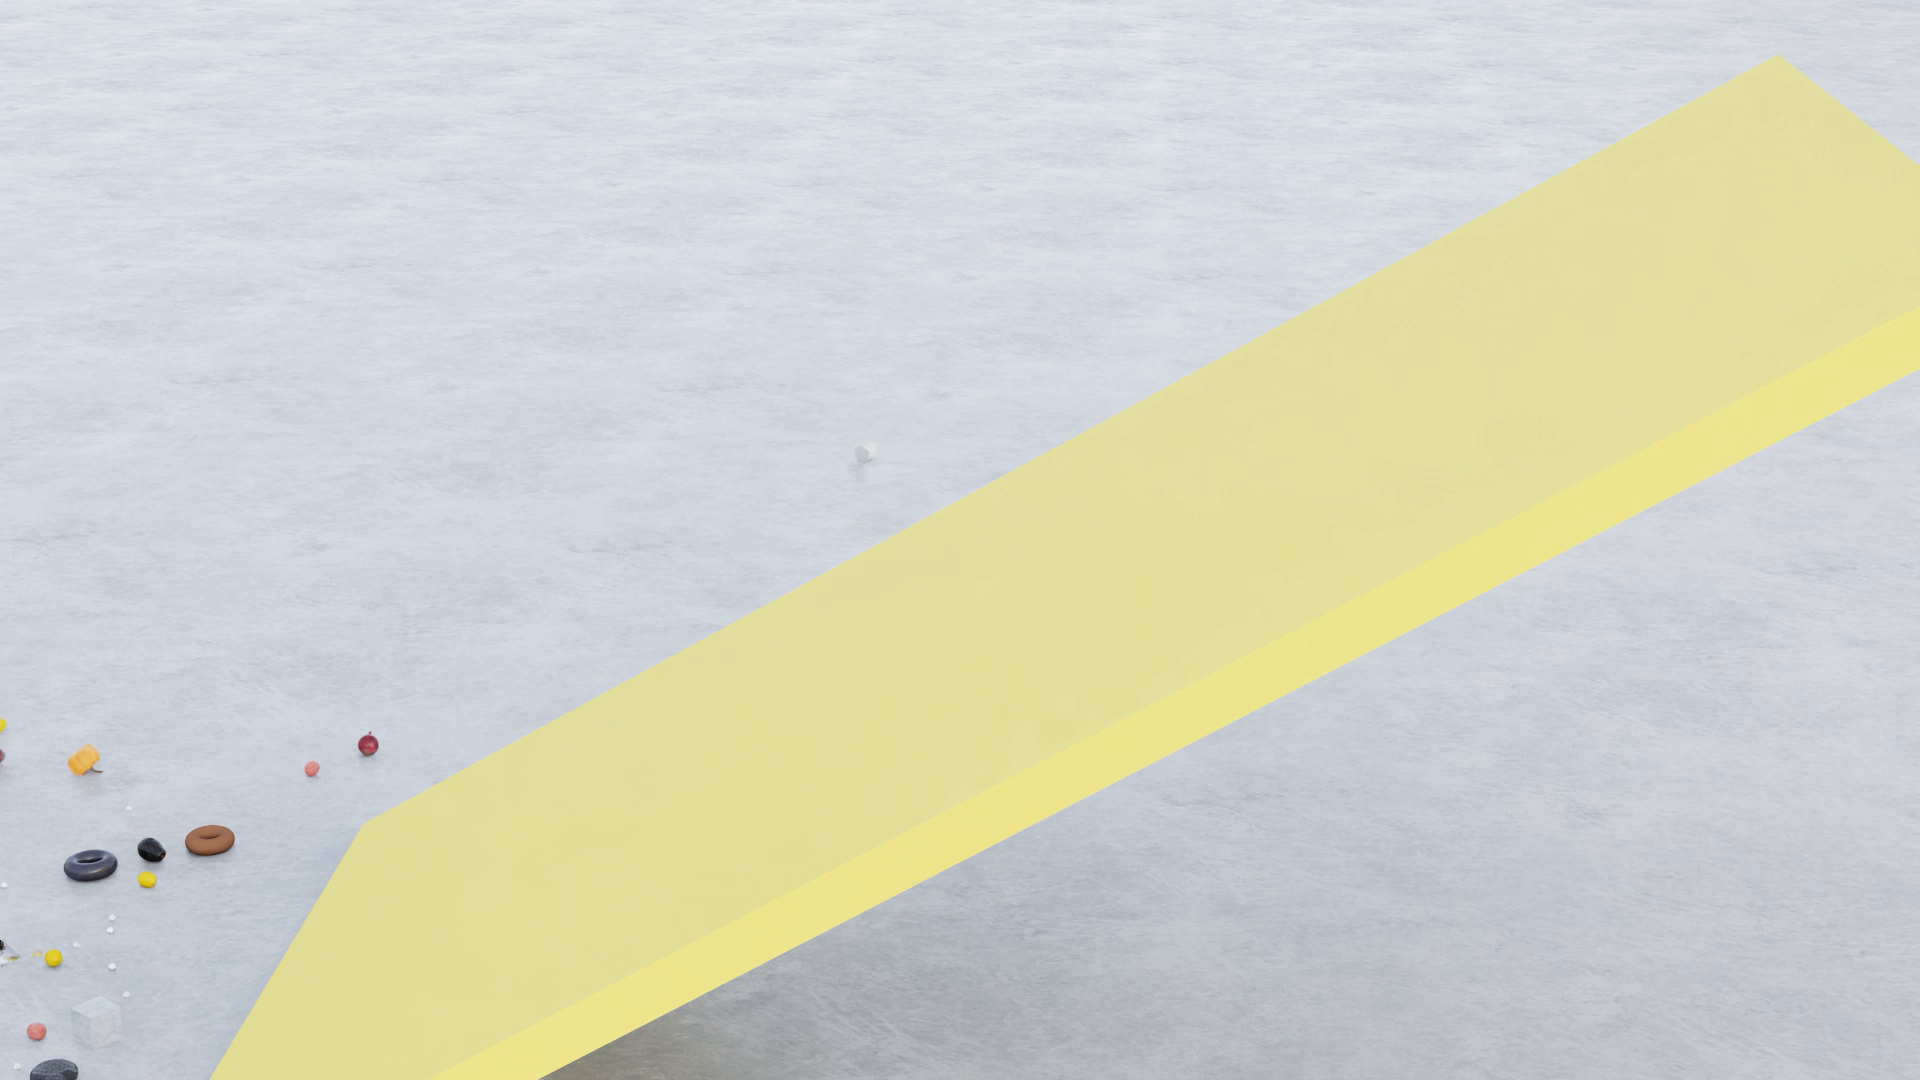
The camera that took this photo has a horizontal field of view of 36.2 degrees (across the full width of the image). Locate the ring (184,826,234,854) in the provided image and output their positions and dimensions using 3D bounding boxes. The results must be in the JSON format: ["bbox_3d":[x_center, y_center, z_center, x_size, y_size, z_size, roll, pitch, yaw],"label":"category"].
[{"bbox_3d":[-1.963,0.785,7.696,0.128,0.043,0.128,1,20,0],"label":"ring"}]

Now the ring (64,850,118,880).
[{"bbox_3d":[-2.230,0.834,7.547,0.136,0.045,0.136,-1,18,0],"label":"ring"}]

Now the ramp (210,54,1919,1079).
[{"bbox_3d":[0.142,0.168,6.285,4.000,0.100,2.000,-28,15,12],"label":"ramp"}]

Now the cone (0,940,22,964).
[{"bbox_3d":[-2.287,1.000,7.081,0.067,0.067,0.067,19,3,-40],"label":"cone"}]

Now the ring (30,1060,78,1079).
[{"bbox_3d":[-2.009,1.186,6.524,0.105,0.035,0.105,1,20,0],"label":"ring"}]

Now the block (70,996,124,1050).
[{"bbox_3d":[-1.968,1.101,6.707,0.079,0.079,0.079,16,24,38],"label":"block"}]
